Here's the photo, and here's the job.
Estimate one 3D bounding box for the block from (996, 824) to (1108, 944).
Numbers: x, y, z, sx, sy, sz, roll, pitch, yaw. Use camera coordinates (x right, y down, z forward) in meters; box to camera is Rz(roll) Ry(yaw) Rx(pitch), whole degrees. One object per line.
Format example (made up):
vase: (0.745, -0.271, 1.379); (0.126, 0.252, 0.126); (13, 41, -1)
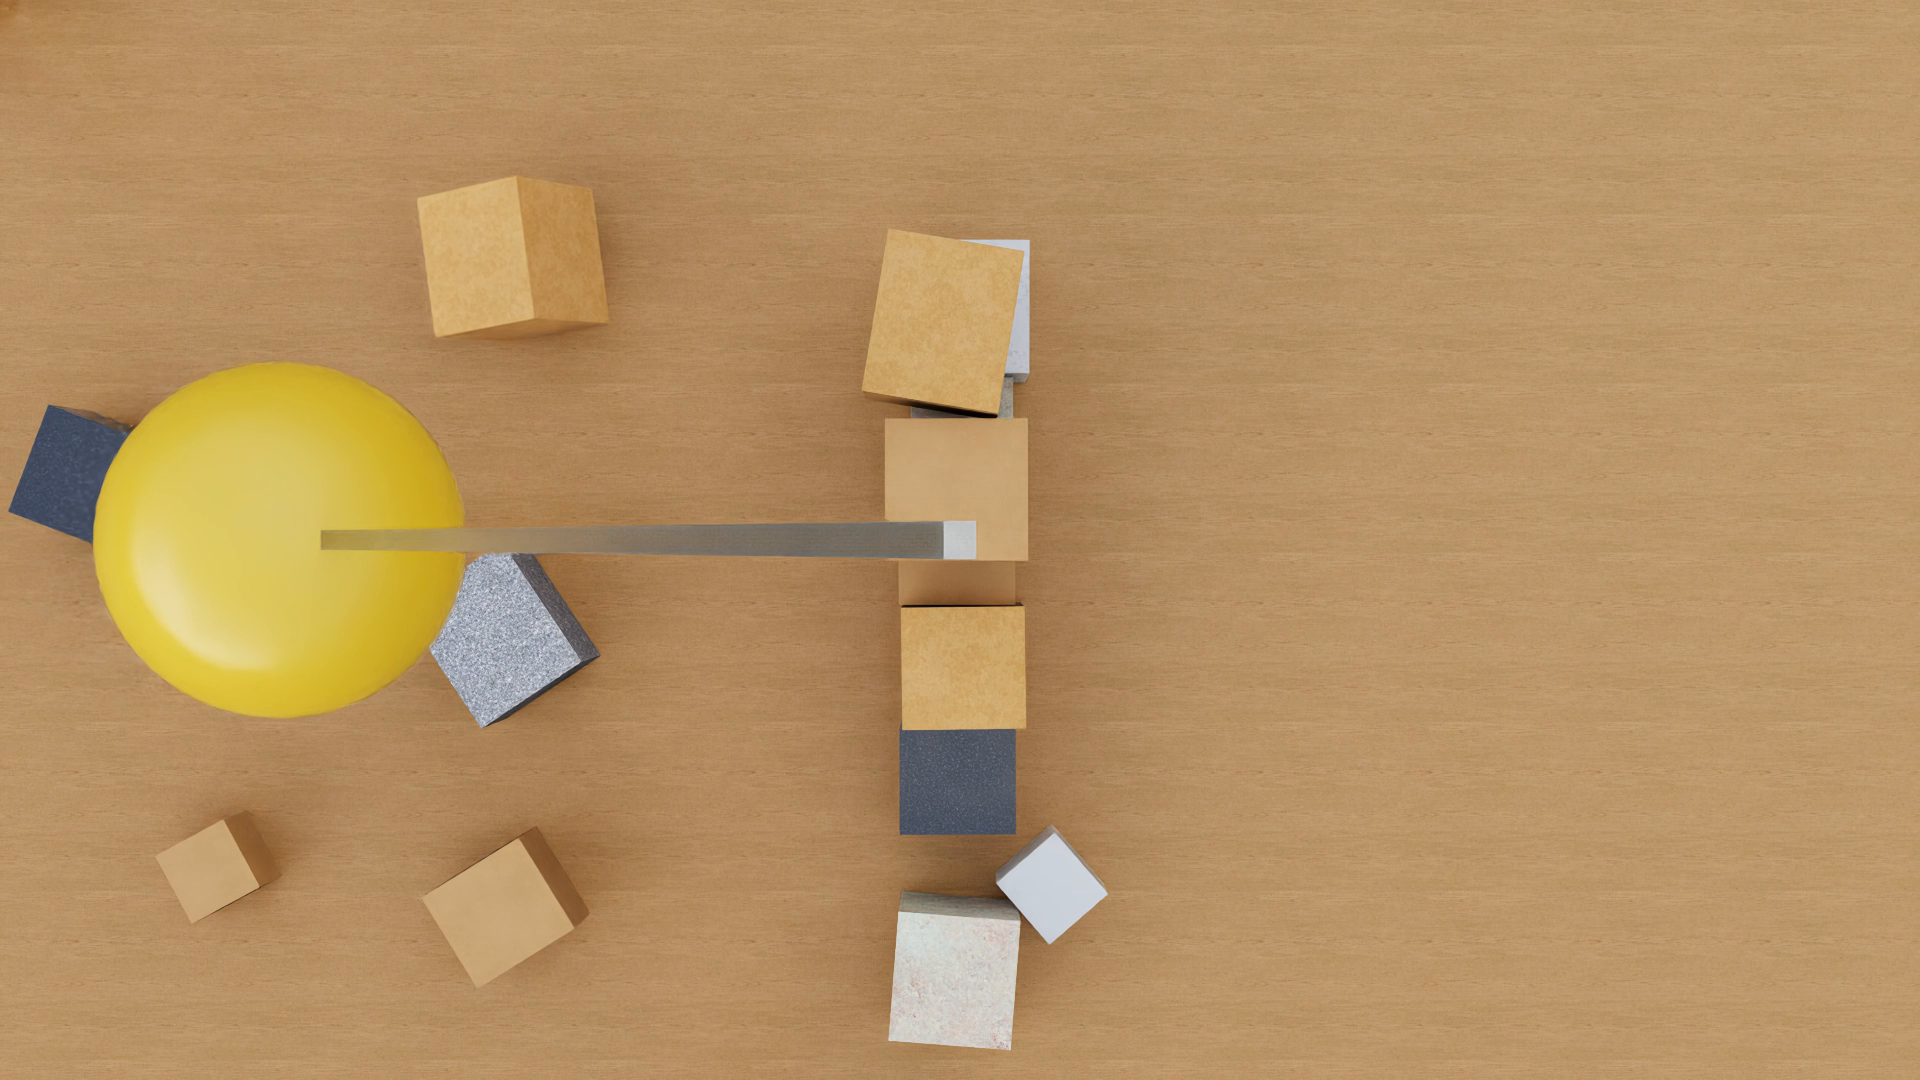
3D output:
block: (0.528, 1.997, 12.799); (0.444, 0.402, 0.465); (-41, 90, 0)

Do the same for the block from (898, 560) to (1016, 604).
block: (-0.017, 0.030, 12.710); (0.659, 0.580, 0.671); (0, 90, 0)

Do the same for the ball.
ball: (-3.020, 0.000, 9.833); (1.600, 1.600, 1.600); (0, 90, 0)

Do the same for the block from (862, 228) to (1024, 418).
block: (-0.088, -1.149, 11.882); (0.725, 0.721, 0.862); (9, 90, 0)

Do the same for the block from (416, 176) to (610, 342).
block: (-2.535, -1.584, 12.520); (0.672, 0.752, 0.787); (-7, 90, 24)

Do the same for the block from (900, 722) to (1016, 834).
block: (-0.013, 1.367, 12.738); (0.660, 0.525, 0.610); (0, 90, 0)

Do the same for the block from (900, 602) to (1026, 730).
block: (0.020, 0.710, 12.588); (0.685, 0.825, 0.676); (-1, 90, 0)

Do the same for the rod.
rod: (-1.309, 0.000, 6.895); (0.080, 5.200, 0.080); (0, 90, -30)

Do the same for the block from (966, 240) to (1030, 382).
block: (-0.008, -1.301, 12.621); (0.790, 0.757, 0.741); (0, 90, 0)

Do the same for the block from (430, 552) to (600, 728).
block: (-2.626, 0.536, 12.667); (0.675, 0.666, 0.804); (-34, 90, 0)

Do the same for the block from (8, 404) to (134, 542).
block: (-4.948, -0.347, 12.701); (0.656, 0.599, 0.646); (21, 90, 0)

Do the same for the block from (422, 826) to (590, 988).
block: (-2.620, 2.115, 12.734); (0.648, 0.532, 0.607); (-32, 90, 0)

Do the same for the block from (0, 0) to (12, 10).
block: (-5.919, -3.419, 12.719); (0.590, 0.563, 0.606); (-4, 90, 0)

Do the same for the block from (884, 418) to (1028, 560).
block: (-0.018, -0.268, 12.043); (0.758, 0.754, 0.755); (0, 90, 0)

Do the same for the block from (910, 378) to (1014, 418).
block: (0.010, -0.618, 12.725); (0.582, 0.550, 0.606); (0, 90, 0)

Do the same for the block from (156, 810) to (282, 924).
block: (-4.304, 1.896, 12.789); (0.443, 0.422, 0.441); (-28, 90, 0)

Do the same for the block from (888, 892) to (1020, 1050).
block: (-0.031, 2.463, 12.641); (0.684, 0.717, 0.722); (4, 90, 0)
